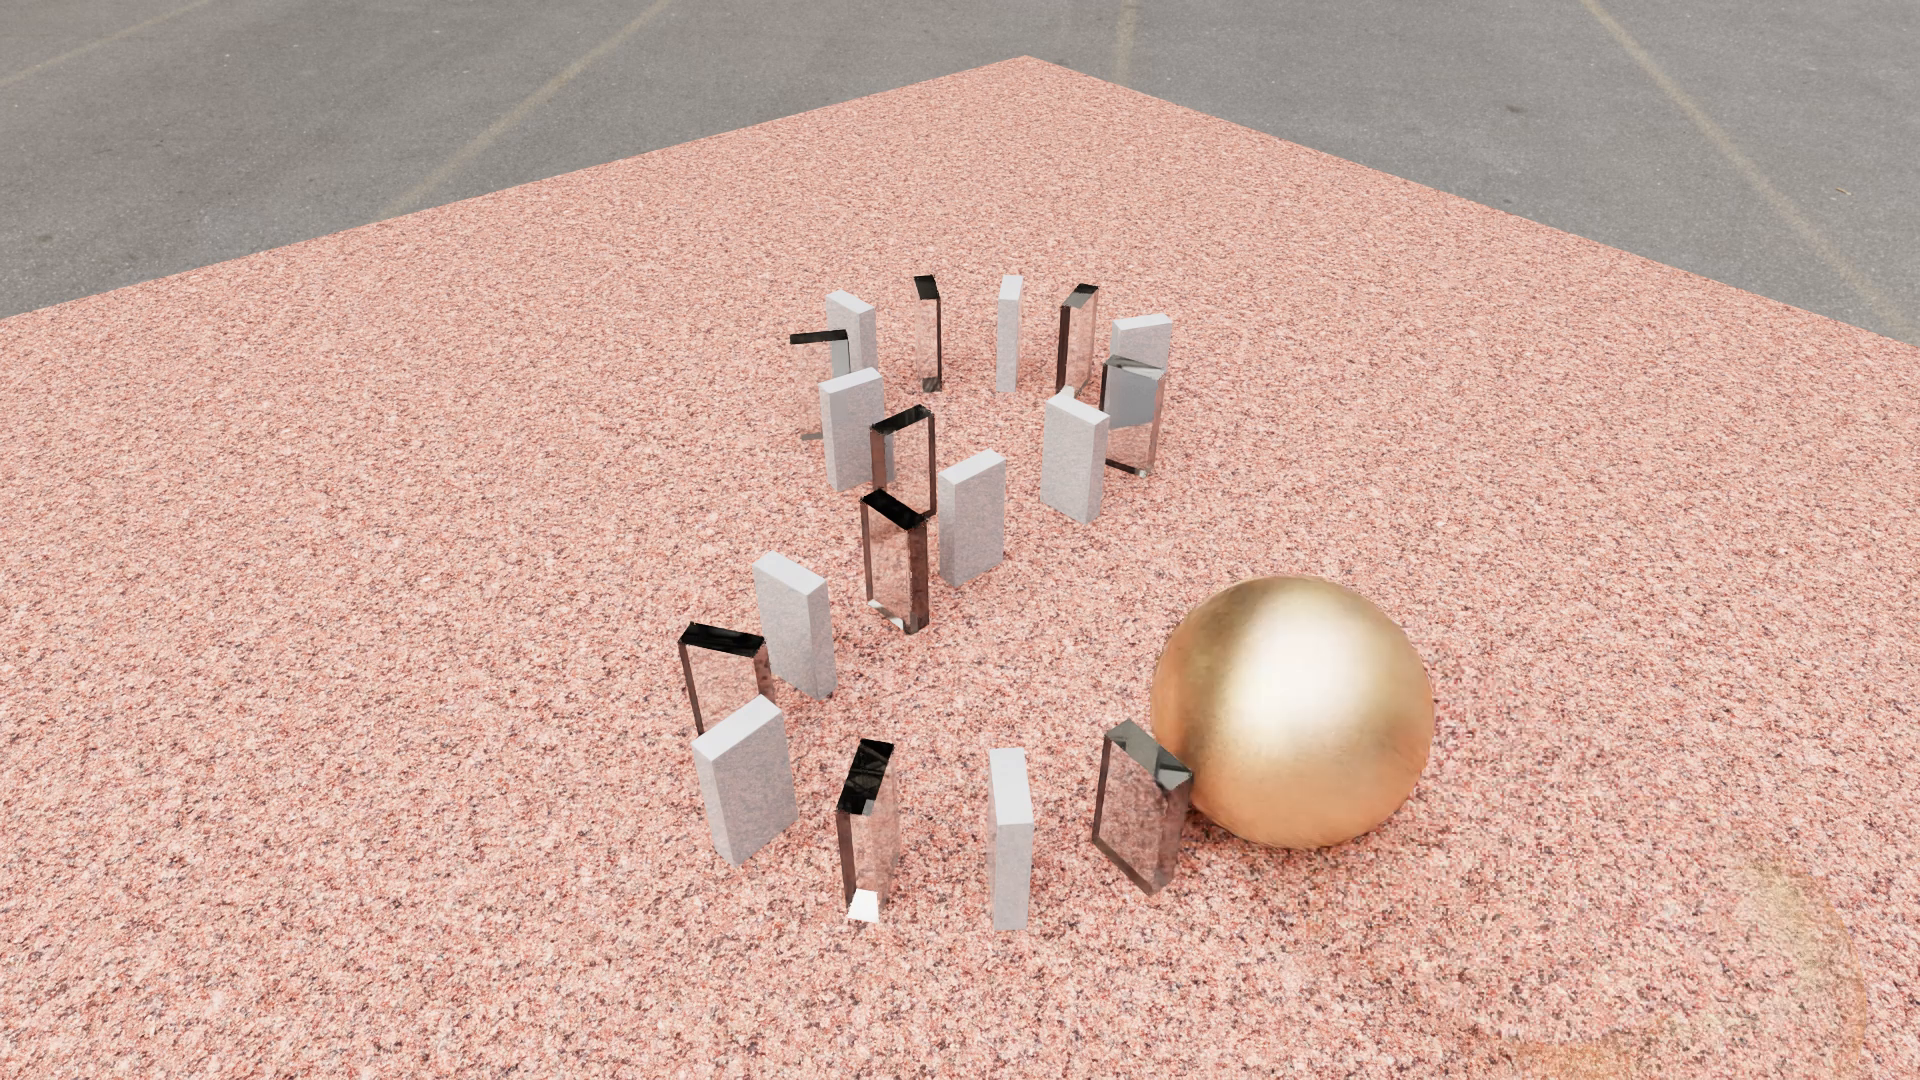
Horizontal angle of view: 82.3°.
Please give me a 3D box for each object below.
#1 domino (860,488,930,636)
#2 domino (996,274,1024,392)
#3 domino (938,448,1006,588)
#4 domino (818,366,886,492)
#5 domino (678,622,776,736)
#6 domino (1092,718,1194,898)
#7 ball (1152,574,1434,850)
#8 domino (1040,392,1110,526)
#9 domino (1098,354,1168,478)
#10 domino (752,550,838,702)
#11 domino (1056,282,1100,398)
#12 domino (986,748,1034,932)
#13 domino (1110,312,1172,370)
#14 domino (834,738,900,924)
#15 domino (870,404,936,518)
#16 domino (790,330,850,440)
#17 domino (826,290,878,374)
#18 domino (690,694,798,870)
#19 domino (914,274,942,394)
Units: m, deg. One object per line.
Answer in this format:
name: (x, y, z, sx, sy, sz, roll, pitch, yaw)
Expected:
domino: (-0.024, 0.008, 0.401, 0.009, 0.050, 0.025, -31, 49, -32)
domino: (0.024, -0.100, 0.533, 0.010, 0.050, 0.025, 5, 40, 6)
domino: (0.005, -0.008, 0.421, 0.025, 0.050, 0.010, -28, 47, -30)
domino: (-0.045, -0.046, 0.468, 0.025, 0.050, 0.009, -22, 44, -24)
domino: (-0.073, 0.050, 0.351, 0.025, 0.050, 0.009, 10, 40, 12)
domino: (0.052, 0.078, 0.317, 0.009, 0.050, 0.025, -26, 46, -28)
ball: (0.097, 0.050, 0.326, 0.080, 0.080, 0.080, 0, 39, 0)
domino: (0.047, -0.033, 0.452, 0.025, 0.050, 0.009, 31, 48, 32)
domino: (0.073, -0.053, 0.476, 0.025, 0.050, 0.010, 22, 44, 25)
domino: (-0.056, 0.030, 0.375, 0.025, 0.050, 0.009, 26, 46, 28)
domino: (0.056, -0.094, 0.526, 0.010, 0.050, 0.025, 17, 42, 19)
domino: (0.014, 0.084, 0.308, 0.009, 0.050, 0.025, -2, 39, -3)
domino: (0.082, -0.078, 0.507, 0.025, 0.050, 0.010, -11, 41, -13)
domino: (-0.025, 0.083, 0.311, 0.010, 0.050, 0.025, 8, 40, 9)
domino: (-0.022, -0.028, 0.445, 0.025, 0.050, 0.009, -28, 47, -30)
domino: (-0.062, -0.069, 0.496, 0.025, 0.050, 0.009, -7, 40, -9)
domino: (-0.051, -0.091, 0.522, 0.009, 0.050, 0.025, -30, 48, -32)
domino: (-0.063, 0.072, 0.324, 0.009, 0.050, 0.025, 31, 48, 32)
domino: (-0.016, -0.100, 0.533, 0.009, 0.050, 0.025, -6, 40, -7)
